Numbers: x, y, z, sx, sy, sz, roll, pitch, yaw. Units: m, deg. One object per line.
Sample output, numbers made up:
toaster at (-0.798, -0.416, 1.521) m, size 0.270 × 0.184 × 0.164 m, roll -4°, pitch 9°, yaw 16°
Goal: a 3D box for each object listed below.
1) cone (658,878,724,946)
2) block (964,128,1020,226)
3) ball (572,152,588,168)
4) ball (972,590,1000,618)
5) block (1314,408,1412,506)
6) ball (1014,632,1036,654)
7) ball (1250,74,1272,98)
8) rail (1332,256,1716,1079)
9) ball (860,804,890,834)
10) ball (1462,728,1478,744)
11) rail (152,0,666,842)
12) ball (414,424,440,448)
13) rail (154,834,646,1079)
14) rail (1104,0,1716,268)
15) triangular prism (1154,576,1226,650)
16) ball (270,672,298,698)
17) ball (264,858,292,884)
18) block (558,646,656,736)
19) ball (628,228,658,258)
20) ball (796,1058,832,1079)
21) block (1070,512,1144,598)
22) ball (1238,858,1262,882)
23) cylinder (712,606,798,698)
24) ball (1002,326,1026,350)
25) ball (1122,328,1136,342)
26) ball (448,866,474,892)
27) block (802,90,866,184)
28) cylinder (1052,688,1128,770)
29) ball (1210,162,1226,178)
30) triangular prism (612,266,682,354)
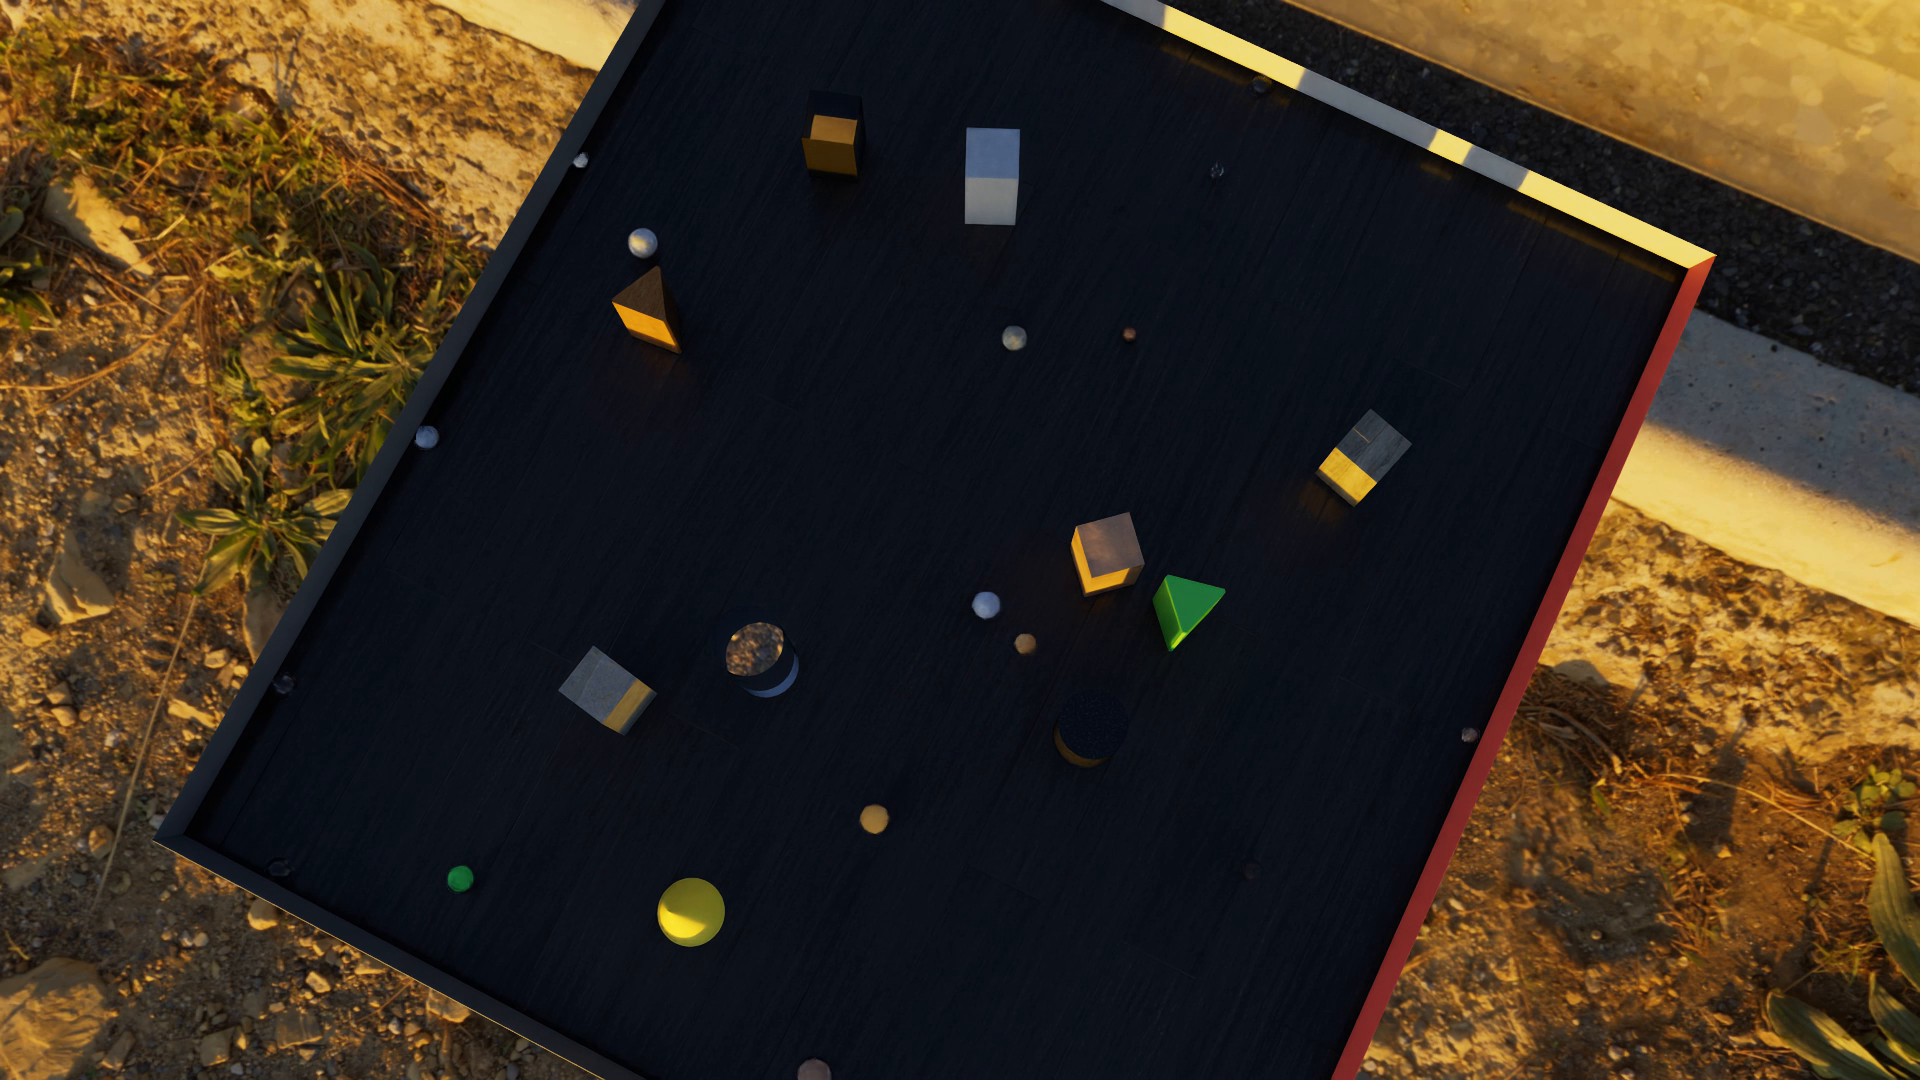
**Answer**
cone at (-0.791, 1.051, 5.180) m, size 0.199 × 0.430 × 0.199 m, roll 0°, pitch 78°, yaw 0°
block at (0.098, -1.118, 5.659) m, size 0.159 × 0.371 × 0.159 m, roll 2°, pitch 78°, yaw 0°
ball at (-1.212, -1.209, 5.842) m, size 0.049 × 0.049 × 0.049 m, roll 0°, pitch 78°, yaw 0°
ball at (0.079, 0.196, 5.533) m, size 0.085 × 0.085 × 0.085 m, roll 0°, pitch 78°, yaw 0°
block at (1.207, -0.243, 5.502) m, size 0.159 × 0.322 × 0.159 m, roll 42°, pitch 81°, yaw 8°
ball at (0.196, 0.312, 5.519) m, size 0.065 × 0.065 × 0.065 m, roll 0°, pitch 78°, yaw 0°
ball at (0.967, -1.458, 5.882) m, size 0.071 × 0.071 × 0.071 m, roll 0°, pitch 78°, yaw 0°
rail at (1.493, 0.738, 5.397) m, size 0.045 × 0.129 × 3.693 m, roll 26°, pitch 80°, yaw 5°
ball at (-0.251, 0.821, 5.403) m, size 0.085 × 0.085 × 0.085 m, roll 0°, pitch 78°, yaw 0°
ball at (1.521, 0.583, 5.471) m, size 0.048 × 0.048 × 0.048 m, roll 0°, pitch 78°, yaw 0°
rail at (-1.493, -0.724, 5.700) m, size 0.045 × 0.129 × 3.693 m, roll 26°, pitch 80°, yaw 5°
ball at (-1.642, -0.318, 5.645) m, size 0.074 × 0.074 × 0.074 m, roll 0°, pitch 78°, yaw 0°
rail at (-0.815, 1.603, 5.218) m, size 3.386 × 0.129 × 0.045 m, roll 26°, pitch 80°, yaw 5°
rail at (0.815, -1.590, 5.879) m, size 3.386 × 0.129 × 0.045 m, roll 26°, pitch 80°, yaw 5°
triangular prism at (0.642, 0.190, 5.390) m, size 0.149 × 0.367 × 0.172 m, roll 44°, pitch 82°, yaw 8°
ball at (-2.023, 0.434, 5.488) m, size 0.076 × 0.076 × 0.076 m, roll 0°, pitch 78°, yaw 0°
ball at (-1.999, 0.970, 5.376) m, size 0.078 × 0.078 × 0.078 m, roll 0°, pitch 78°, yaw 0°
block at (-1.023, 0.443, 5.345) m, size 0.159 × 0.352 × 0.159 m, roll 36°, pitch 81°, yaw 7°
ball at (-0.997, -0.933, 5.763) m, size 0.092 × 0.092 × 0.092 m, roll 0°, pitch 78°, yaw 0°
ball at (-0.418, 1.537, 5.248) m, size 0.099 × 0.099 × 0.099 m, roll 0°, pitch 78°, yaw 0°
block at (0.434, 0.047, 5.442) m, size 0.159 × 0.324 × 0.159 m, roll -15°, pitch 79°, yaw -3°
ball at (0.853, 0.968, 5.382) m, size 0.067 × 0.067 × 0.067 m, roll 0°, pitch 78°, yaw 0°
cylinder at (-0.586, 0.327, 5.297) m, size 0.199 × 0.493 × 0.199 m, roll 0°, pitch 78°, yaw 0°
ball at (0.170, -0.630, 5.707) m, size 0.078 × 0.078 × 0.078 m, roll 0°, pitch 78°, yaw 0°
ball at (0.529, -0.642, 5.726) m, size 0.045 × 0.045 × 0.045 m, roll 0°, pitch 78°, yaw 0°
ball at (-1.462, 0.993, 5.371) m, size 0.078 × 0.078 × 0.078 m, roll 0°, pitch 78°, yaw 0°
block at (-0.391, -1.257, 5.723) m, size 0.159 × 0.302 × 0.159 m, roll 8°, pitch 78°, yaw 2°
cylinder at (0.376, 0.553, 5.327) m, size 0.199 × 0.344 × 0.199 m, roll 0°, pitch 78°, yaw 0°
ball at (0.820, -1.177, 5.833) m, size 0.053 × 0.053 × 0.053 m, roll 0°, pitch 78°, yaw 0°
triangular prism at (-0.926, -0.716, 5.601) m, size 0.172 × 0.321 × 0.149 m, roll 21°, pitch 79°, yaw 4°
